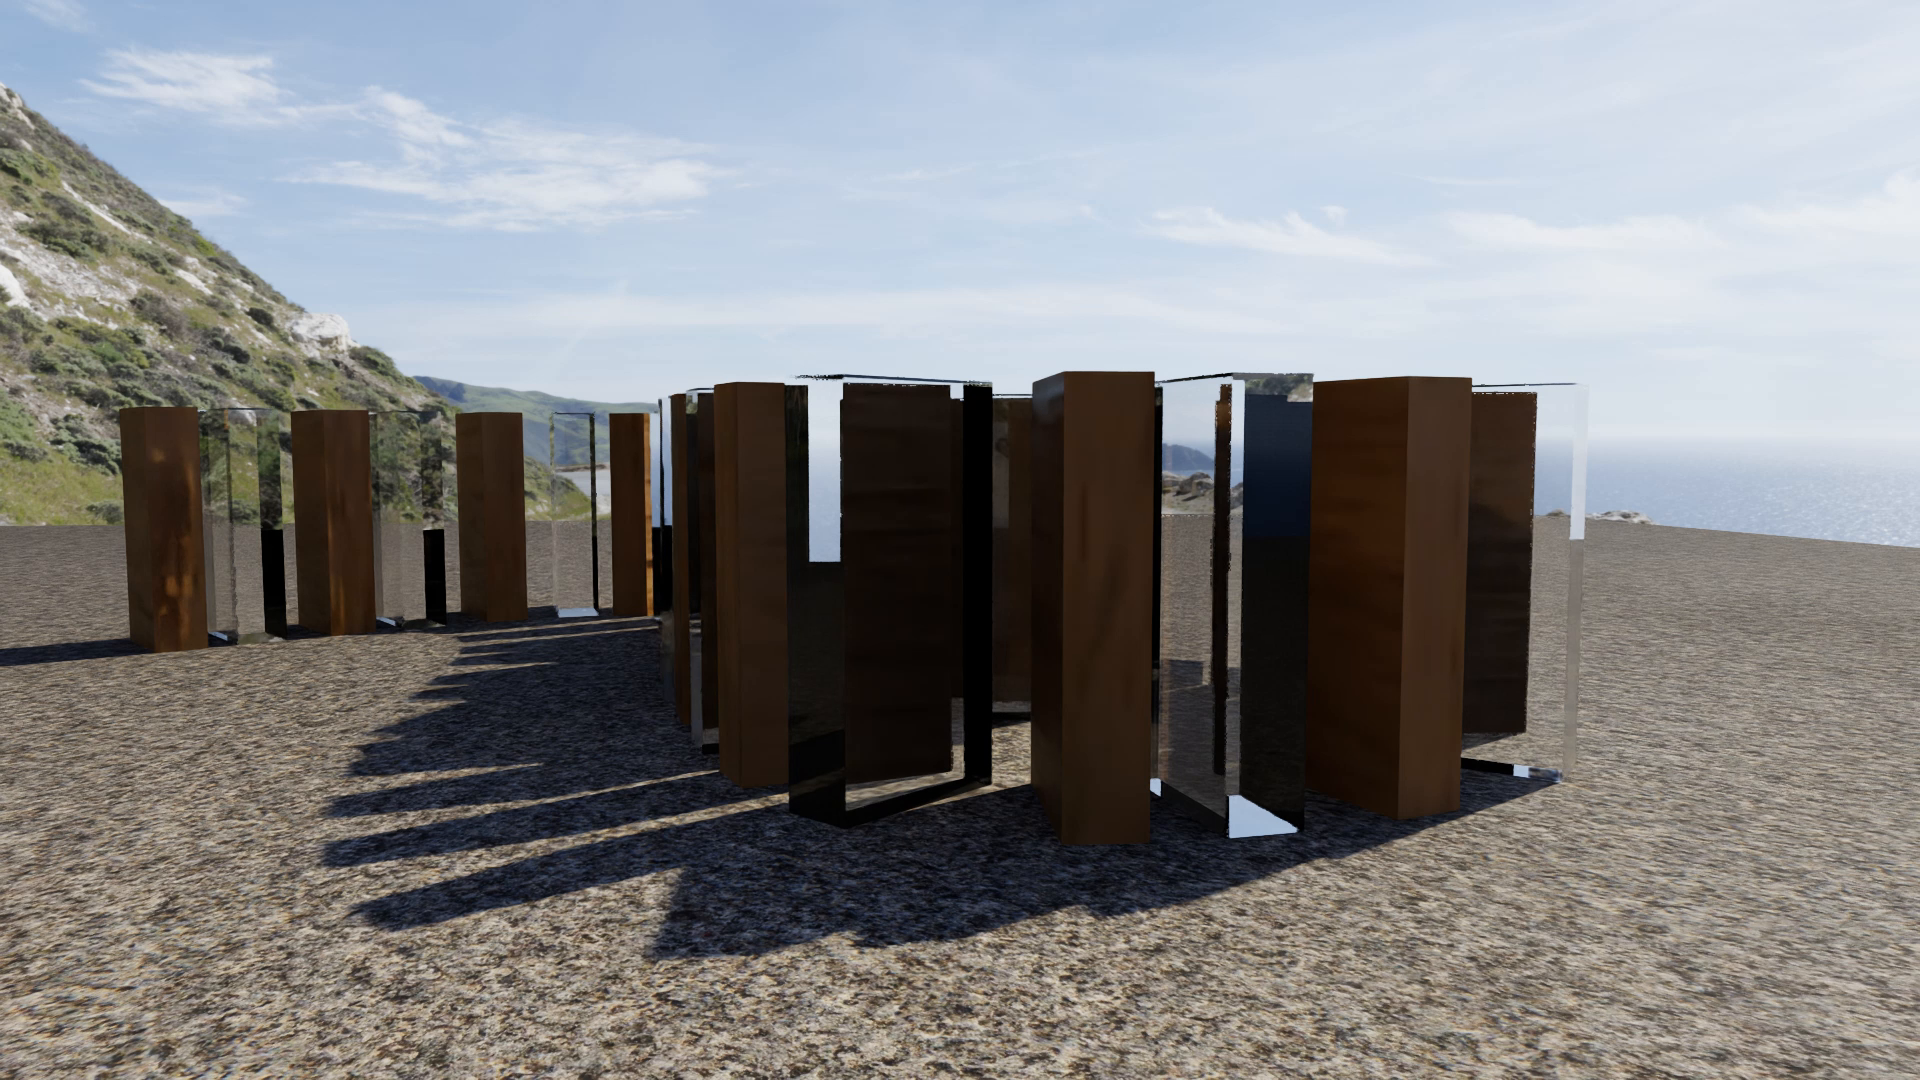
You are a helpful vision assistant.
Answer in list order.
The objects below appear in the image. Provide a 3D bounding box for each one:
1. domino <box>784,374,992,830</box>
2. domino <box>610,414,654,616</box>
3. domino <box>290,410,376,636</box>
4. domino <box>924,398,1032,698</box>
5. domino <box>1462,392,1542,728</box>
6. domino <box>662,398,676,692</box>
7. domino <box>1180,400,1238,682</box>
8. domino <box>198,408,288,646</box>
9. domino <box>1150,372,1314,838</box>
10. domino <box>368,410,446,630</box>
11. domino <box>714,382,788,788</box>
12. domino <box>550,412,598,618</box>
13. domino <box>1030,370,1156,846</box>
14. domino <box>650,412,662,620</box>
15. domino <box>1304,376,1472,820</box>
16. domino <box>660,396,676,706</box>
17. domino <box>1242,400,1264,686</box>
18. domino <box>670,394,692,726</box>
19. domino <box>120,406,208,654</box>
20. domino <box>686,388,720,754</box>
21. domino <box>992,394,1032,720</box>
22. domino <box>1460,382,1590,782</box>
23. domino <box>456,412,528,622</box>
[{"bbox_3d":[-0.008,0.006,0.152,0.009,0.050,0.025,4,6,42],"label":"domino"},{"bbox_3d":[-0.079,-0.007,0.329,0.010,0.050,0.025,1,4,15],"label":"domino"},{"bbox_3d":[-0.144,-0.005,0.295,0.009,0.050,0.025,-4,6,-42],"label":"domino"},{"bbox_3d":[0.001,0.001,0.220,0.025,0.050,0.009,1,4,11],"label":"domino"},{"bbox_3d":[0.073,0.003,0.195,0.025,0.050,0.010,0,4,-3],"label":"domino"},{"bbox_3d":[-0.043,0.000,0.229,0.009,0.050,0.025,2,5,15],"label":"domino"},{"bbox_3d":[0.047,0.000,0.240,0.009,0.050,0.025,1,4,11],"label":"domino"},{"bbox_3d":[-0.158,-0.004,0.282,0.009,0.050,0.025,-4,6,-43],"label":"domino"},{"bbox_3d":[0.030,0.006,0.150,0.009,0.050,0.025,-1,4,-15],"label":"domino"},{"bbox_3d":[-0.132,-0.005,0.305,0.009,0.050,0.025,-3,5,-39],"label":"domino"},{"bbox_3d":[-0.018,0.005,0.167,0.025,0.050,0.010,-2,5,-28],"label":"domino"},{"bbox_3d":[-0.098,-0.007,0.327,0.010,0.050,0.025,-2,5,-20],"label":"domino"},{"bbox_3d":[0.015,0.007,0.147,0.009,0.050,0.025,0,4,-4],"label":"domino"},{"bbox_3d":[-0.062,-0.006,0.314,0.025,0.050,0.009,-3,5,-31],"label":"domino"},{"bbox_3d":[0.048,0.006,0.157,0.010,0.050,0.025,-2,5,-25],"label":"domino"},{"bbox_3d":[-0.036,0.001,0.214,0.025,0.050,0.009,-3,6,-34],"label":"domino"},{"bbox_3d":[0.064,0.000,0.229,0.025,0.050,0.010,-3,5,-30],"label":"domino"},{"bbox_3d":[-0.032,0.002,0.201,0.025,0.050,0.009,-1,5,-19],"label":"domino"},{"bbox_3d":[-0.169,-0.003,0.272,0.010,0.050,0.025,-4,6,-43],"label":"domino"},{"bbox_3d":[-0.025,0.004,0.183,0.025,0.050,0.009,-2,5,-21],"label":"domino"},{"bbox_3d":[0.000,0.002,0.201,0.025,0.050,0.009,0,4,0],"label":"domino"},{"bbox_3d":[0.068,0.005,0.171,0.025,0.050,0.010,3,5,35],"label":"domino"},{"bbox_3d":[-0.116,-0.006,0.317,0.009,0.050,0.025,-3,5,-35],"label":"domino"}]
